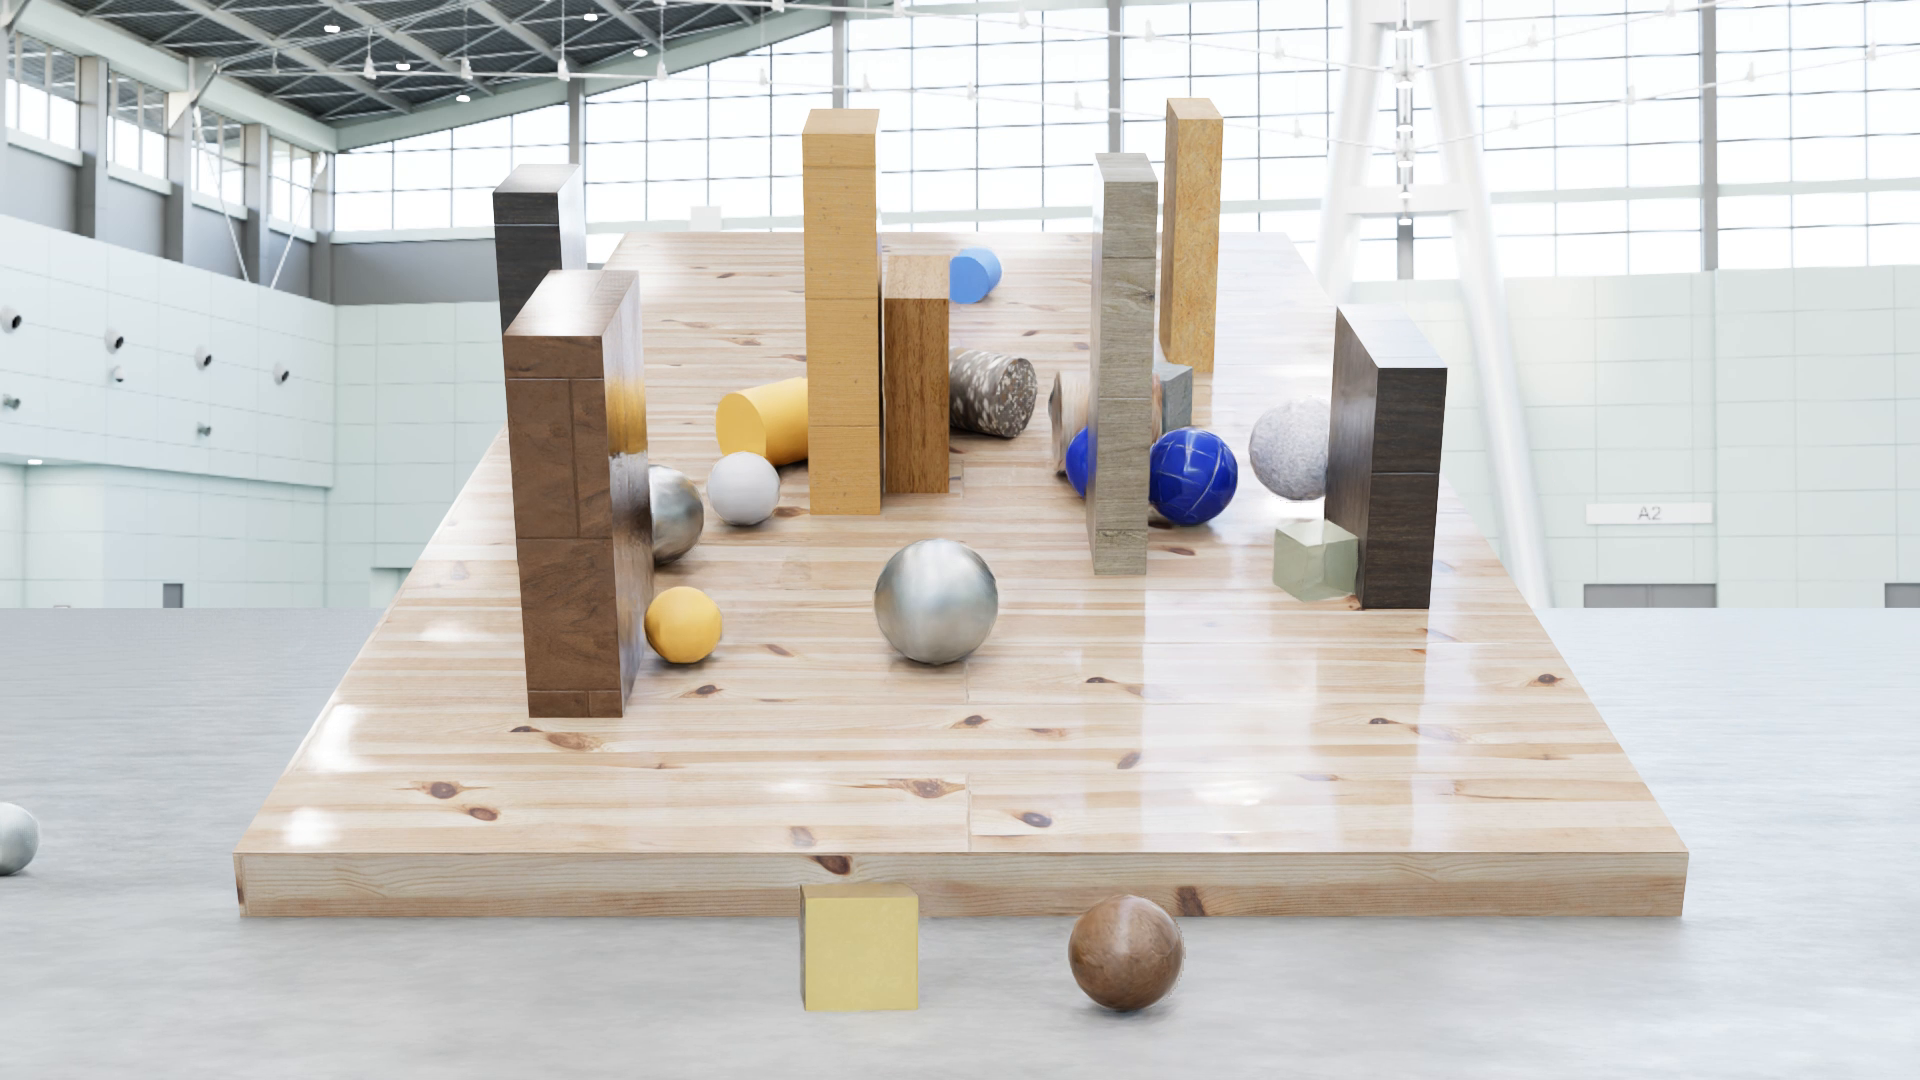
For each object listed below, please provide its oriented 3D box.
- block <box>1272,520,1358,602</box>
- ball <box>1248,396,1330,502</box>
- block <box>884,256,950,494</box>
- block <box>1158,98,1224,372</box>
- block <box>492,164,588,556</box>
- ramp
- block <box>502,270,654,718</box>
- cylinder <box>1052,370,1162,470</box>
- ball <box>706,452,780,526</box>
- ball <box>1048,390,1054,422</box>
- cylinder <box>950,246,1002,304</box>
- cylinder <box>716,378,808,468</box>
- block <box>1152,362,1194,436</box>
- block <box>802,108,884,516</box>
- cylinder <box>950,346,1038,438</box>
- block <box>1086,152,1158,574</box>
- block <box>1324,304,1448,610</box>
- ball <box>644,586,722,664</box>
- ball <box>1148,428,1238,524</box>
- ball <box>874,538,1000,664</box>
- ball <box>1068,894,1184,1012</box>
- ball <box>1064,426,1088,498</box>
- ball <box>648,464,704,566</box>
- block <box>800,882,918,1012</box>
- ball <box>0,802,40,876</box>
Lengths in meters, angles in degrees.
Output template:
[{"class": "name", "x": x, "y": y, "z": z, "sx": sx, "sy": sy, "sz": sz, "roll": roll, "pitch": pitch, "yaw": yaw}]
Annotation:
[{"class": "block", "x": 0.633, "y": 0.037, "z": 4.035, "sx": 0.107, "sy": 0.107, "sz": 0.107, "roll": -8, "pitch": 22, "yaw": -22}, {"class": "ball", "x": 0.667, "y": -0.177, "z": 4.426, "sx": 0.205, "sy": 0.205, "sz": 0.205, "roll": 0, "pitch": -2, "yaw": 0}, {"class": "block", "x": -0.086, "y": -0.346, "z": 4.656, "sx": 0.127, "sy": 0.401, "sz": 0.374, "roll": 0, "pitch": 20, "yaw": 0}, {"class": "block", "x": 0.551, "y": -0.734, "z": 5.436, "sx": 0.104, "sy": 0.602, "sz": 0.316, "roll": 0, "pitch": 20, "yaw": 0}, {"class": "block", "x": -0.755, "y": -0.324, "z": 4.169, "sx": 0.114, "sy": 0.690, "sz": 0.270, "roll": 0, "pitch": 20, "yaw": 0}, {"class": "ramp", "x": -0.005, "y": -0.206, "z": 5.007, "sx": 2.000, "sy": 0.100, "sz": 4.000, "roll": 0, "pitch": 20, "yaw": 0}, {"class": "block", "x": -0.598, "y": -0.083, "z": 3.618, "sx": 0.146, "sy": 0.613, "sz": 0.420, "roll": 0, "pitch": 20, "yaw": 0}, {"class": "cylinder", "x": 0.299, "y": -0.243, "z": 4.637, "sx": 0.203, "sy": 0.203, "sz": 0.203, "roll": 1, "pitch": -2, "yaw": -3}, {"class": "ball", "x": -0.416, "y": -0.099, "z": 4.352, "sx": 0.143, "sy": 0.143, "sz": 0.143, "roll": 0, "pitch": -2, "yaw": 0}, {"class": "ball", "x": 0.257, "y": -0.286, "z": 4.882, "sx": 0.137, "sy": 0.137, "sz": 0.137, "roll": 0, "pitch": -2, "yaw": 0}, {"class": "cylinder", "x": 0.031, "y": -0.709, "z": 6.054, "sx": 0.130, "sy": 0.130, "sz": 0.130, "roll": 0, "pitch": 19, "yaw": 18}, {"class": "cylinder", "x": -0.387, "y": -0.238, "z": 4.695, "sx": 0.171, "sy": 0.171, "sz": 0.171, "roll": -18, "pitch": 10, "yaw": -40}, {"class": "block", "x": 0.414, "y": -0.304, "z": 4.931, "sx": 0.137, "sy": 0.137, "sz": 0.137, "roll": 11, "pitch": 23, "yaw": 28}, {"class": "block", "x": -0.224, "y": -0.448, "z": 4.434, "sx": 0.137, "sy": 0.744, "sz": 0.291, "roll": 0, "pitch": 20, "yaw": 0}, {"class": "cylinder", "x": 0.048, "y": -0.323, "z": 4.925, "sx": 0.175, "sy": 0.175, "sz": 0.175, "roll": 12, "pitch": 5, "yaw": 31}, {"class": "block", "x": 0.292, "y": -0.321, "z": 4.124, "sx": 0.094, "sy": 0.719, "sz": 0.275, "roll": 0, "pitch": 20, "yaw": 0}, {"class": "block", "x": 0.761, "y": -0.159, "z": 4.093, "sx": 0.118, "sy": 0.437, "sz": 0.438, "roll": 0, "pitch": 20, "yaw": 0}, {"class": "ball", "x": -0.454, "y": 0.139, "z": 3.719, "sx": 0.127, "sy": 0.127, "sz": 0.127, "roll": 0, "pitch": -2, "yaw": 0}, {"class": "ball", "x": 0.442, "y": -0.123, "z": 4.359, "sx": 0.187, "sy": 0.187, "sz": 0.187, "roll": 0, "pitch": -2, "yaw": 0}, {"class": "ball", "x": -0.039, "y": 0.100, "z": 3.713, "sx": 0.206, "sy": 0.206, "sz": 0.206, "roll": 0, "pitch": -2, "yaw": 0}, {"class": "ball", "x": 0.177, "y": 0.442, "z": 2.425, "sx": 0.123, "sy": 0.123, "sz": 0.123, "roll": 0, "pitch": -2, "yaw": 0}, {"class": "ball", "x": 0.289, "y": -0.153, "z": 4.475, "sx": 0.164, "sy": 0.164, "sz": 0.164, "roll": 0, "pitch": -2, "yaw": 0}, {"class": "ball", "x": -0.559, "y": -0.045, "z": 4.144, "sx": 0.184, "sy": 0.184, "sz": 0.184, "roll": 0, "pitch": -2, "yaw": 0}, {"class": "block", "x": -0.111, "y": 0.444, "z": 2.478, "sx": 0.121, "sy": 0.121, "sz": 0.121, "roll": 0, "pitch": -2, "yaw": -7}, {"class": "ball", "x": -1.528, "y": 0.477, "z": 3.610, "sx": 0.117, "sy": 0.117, "sz": 0.117, "roll": 0, "pitch": -2, "yaw": 0}]
